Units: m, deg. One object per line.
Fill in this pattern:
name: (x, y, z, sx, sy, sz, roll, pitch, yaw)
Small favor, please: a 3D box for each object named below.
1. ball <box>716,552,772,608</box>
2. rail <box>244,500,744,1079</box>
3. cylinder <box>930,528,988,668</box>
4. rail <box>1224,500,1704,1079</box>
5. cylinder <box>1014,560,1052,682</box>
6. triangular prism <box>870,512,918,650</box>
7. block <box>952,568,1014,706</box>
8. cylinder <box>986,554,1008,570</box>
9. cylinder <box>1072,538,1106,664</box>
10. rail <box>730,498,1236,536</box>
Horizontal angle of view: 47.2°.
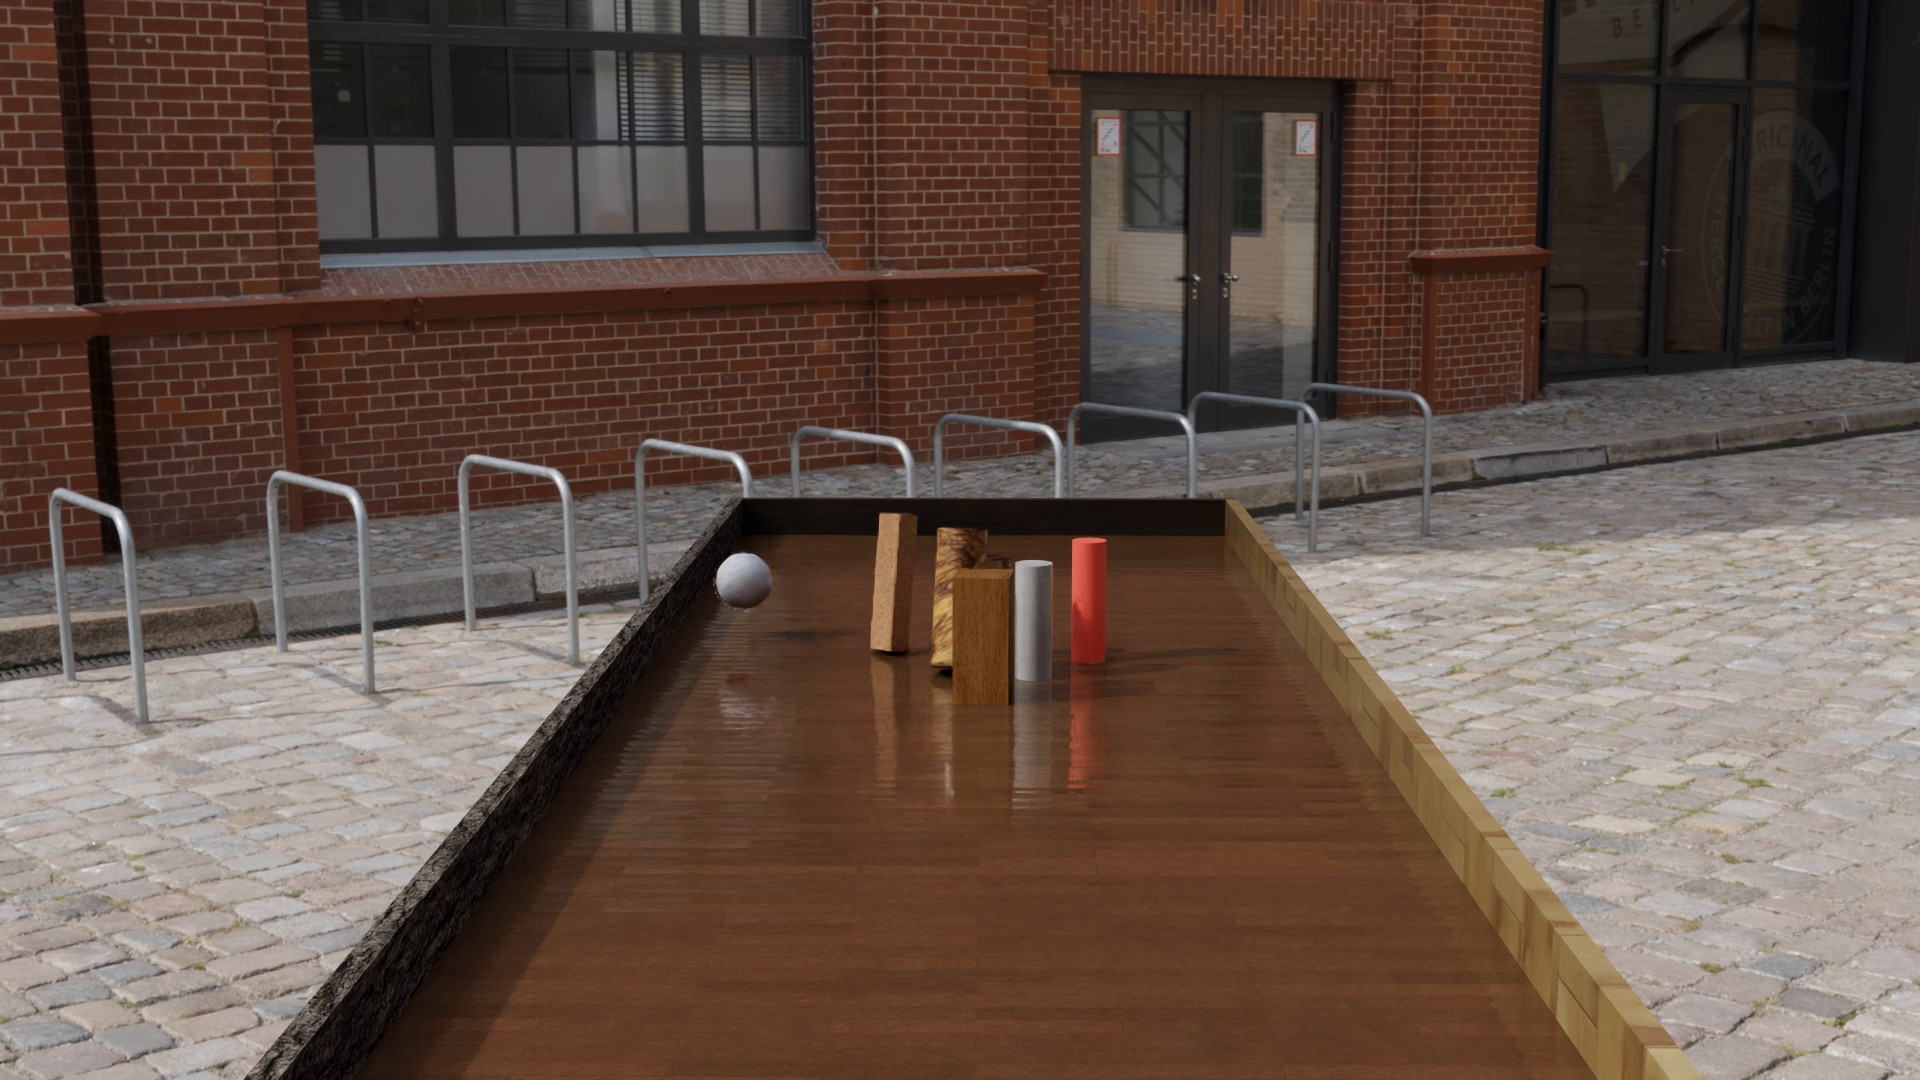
ball: (-0.687, 0.129, 6.998, 0.180, 0.180, 0.180, 0, 9, 0)
rail: (-1.004, 0.839, 3.234, 0.050, 0.150, 12.000, 0, 9, 1)
cylinder: (-0.004, 0.174, 6.527, 0.151, 0.408, 0.151, 3, -6, 0)
rail: (1.046, 0.843, 3.208, 0.050, 0.150, 12.000, 0, 9, 1)
cylinder: (0.216, 0.235, 6.440, 0.110, 0.339, 0.110, 0, 9, 0)
triangular prism: (-0.219, 0.128, 6.807, 0.100, 0.423, 0.116, 4, -1, 27)
block: (0.065, 0.270, 6.167, 0.156, 0.357, 0.156, 1, 9, 6)
cylinder: (0.090, 0.208, 6.694, 0.114, 0.313, 0.114, 0, 9, 0)
cylinder: (0.391, 0.183, 6.671, 0.103, 0.370, 0.103, 0, 9, 0)
rail: (0.099, -0.098, 9.147, 2.100, 0.150, 0.050, 0, 9, 1)
